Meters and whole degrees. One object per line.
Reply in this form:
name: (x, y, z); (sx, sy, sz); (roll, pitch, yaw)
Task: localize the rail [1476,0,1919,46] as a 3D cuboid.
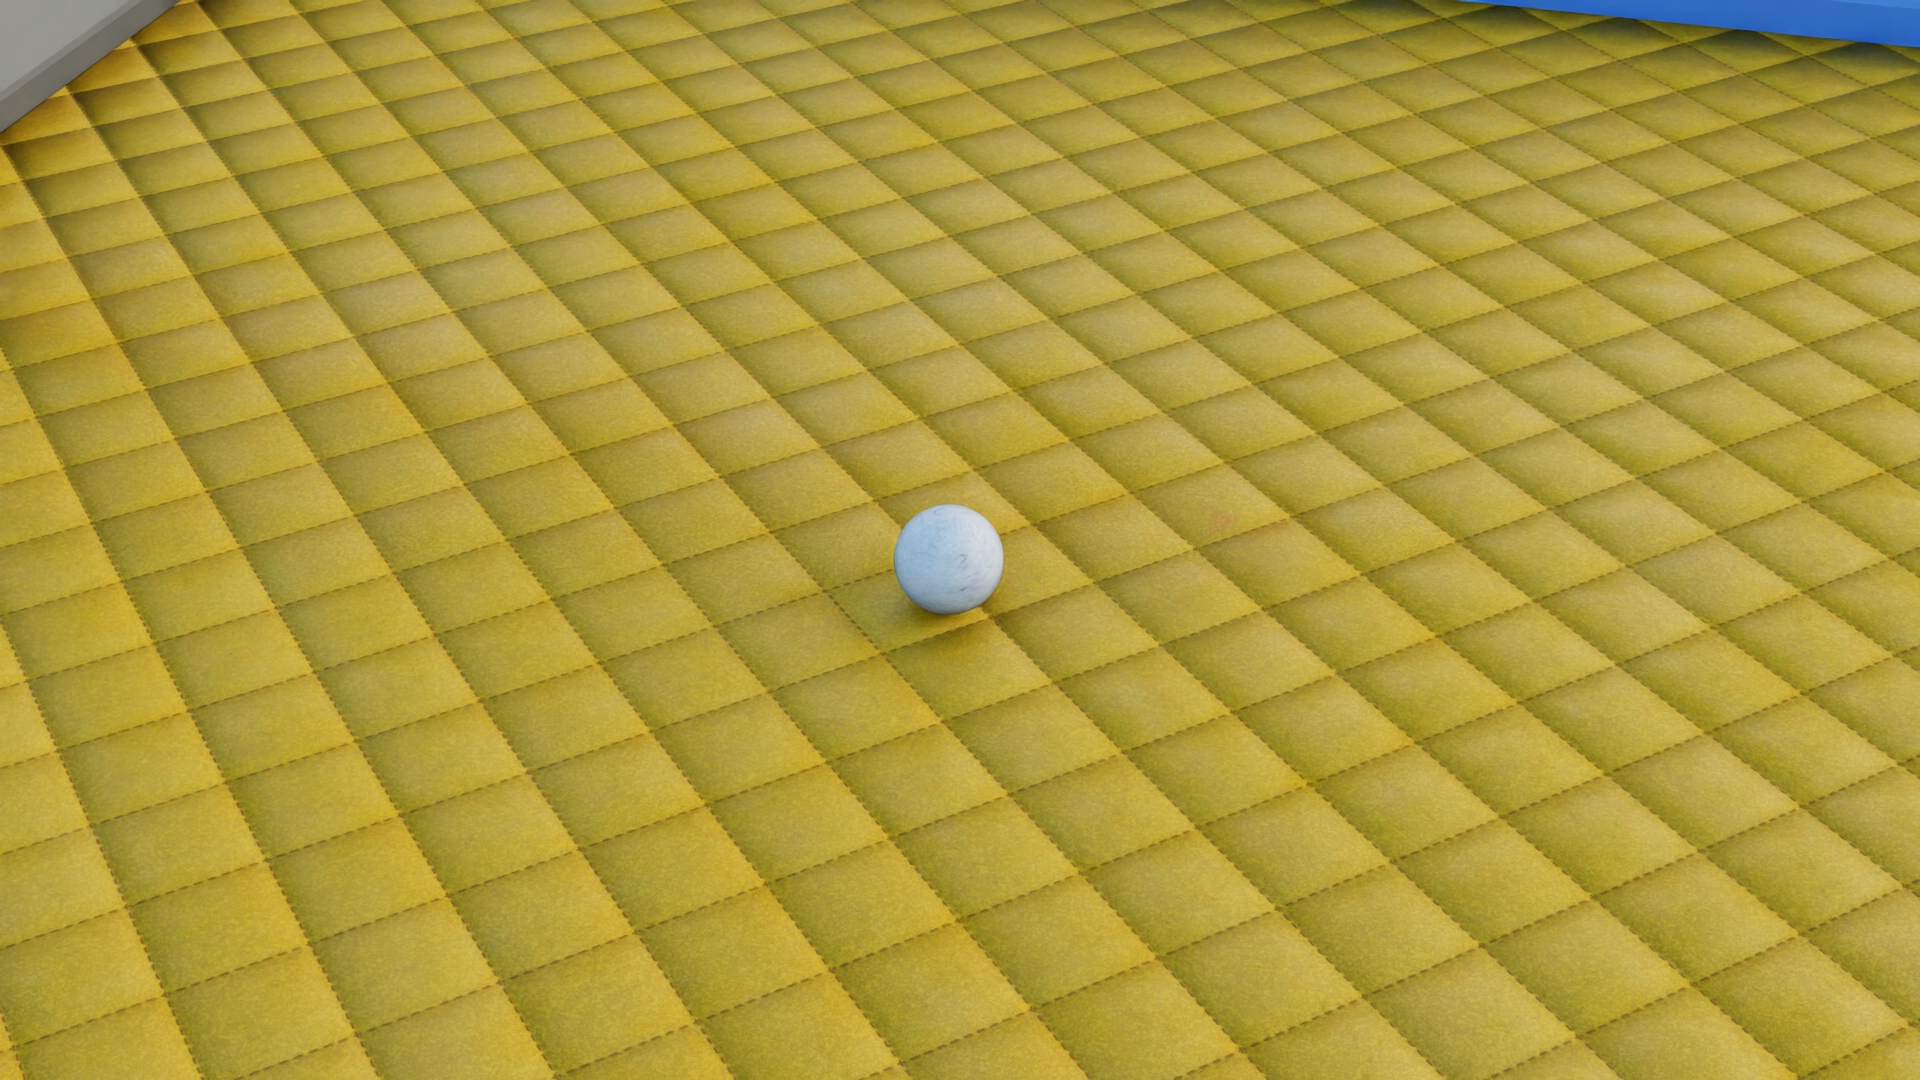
rail: (1.391, -0.495, 2.543); (4.458, 0.123, 0.045); (9, 35, 13)

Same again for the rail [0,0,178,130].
rail: (-1.052, -0.179, 2.077); (0.045, 0.123, 2.432); (9, 35, 13)

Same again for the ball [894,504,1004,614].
ball: (-0.008, 0.014, 1.833); (0.079, 0.079, 0.079); (0, 34, 0)
